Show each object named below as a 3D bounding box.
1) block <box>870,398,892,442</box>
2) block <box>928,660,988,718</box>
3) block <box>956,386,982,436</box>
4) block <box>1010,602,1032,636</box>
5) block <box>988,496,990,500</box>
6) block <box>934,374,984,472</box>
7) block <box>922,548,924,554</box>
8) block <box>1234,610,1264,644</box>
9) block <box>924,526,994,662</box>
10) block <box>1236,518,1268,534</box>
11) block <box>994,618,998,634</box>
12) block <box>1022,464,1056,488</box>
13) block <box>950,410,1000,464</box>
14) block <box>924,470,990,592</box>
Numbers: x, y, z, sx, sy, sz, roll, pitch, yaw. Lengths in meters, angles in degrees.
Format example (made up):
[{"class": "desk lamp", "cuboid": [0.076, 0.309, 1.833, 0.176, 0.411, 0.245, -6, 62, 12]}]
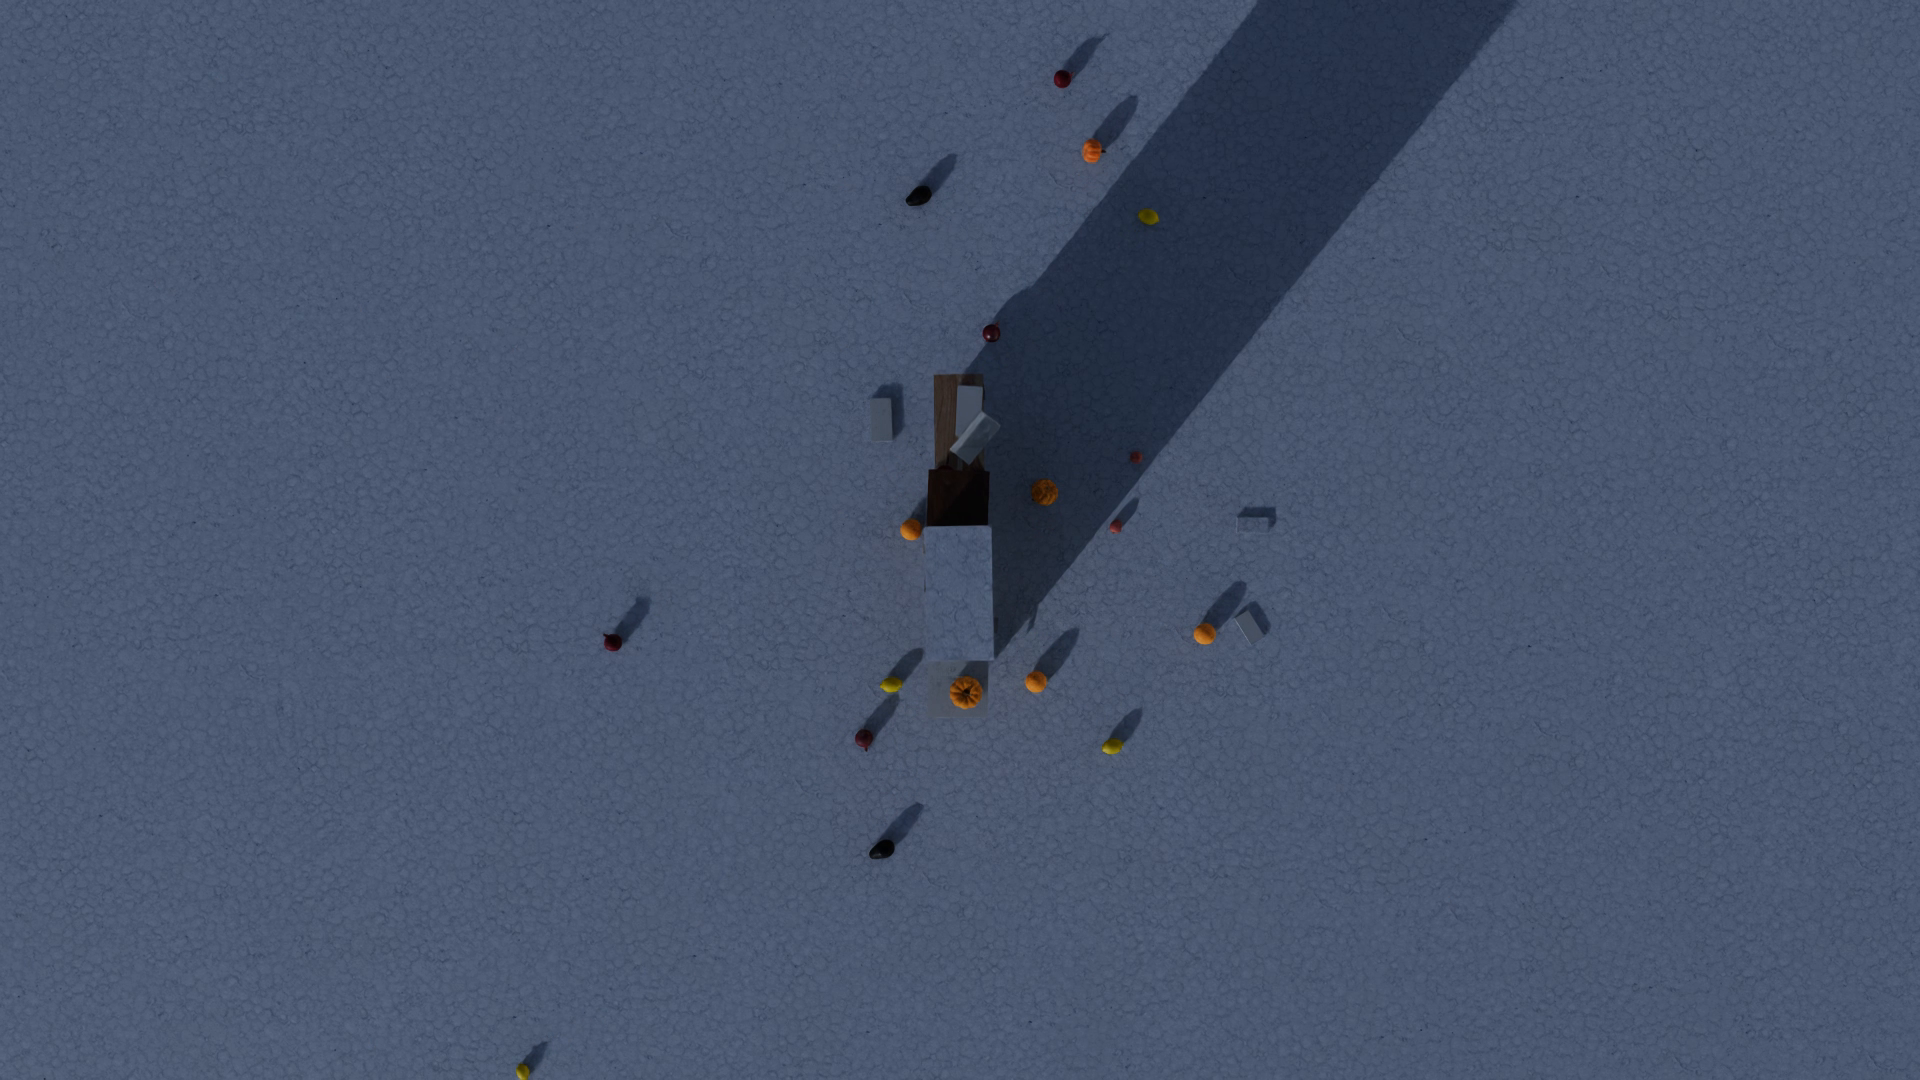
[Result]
[{"class": "block", "cuboid": [-0.262, -0.399, 5.490, 0.072, 0.020, 0.144, -2, 90, 0]}, {"class": "block", "cuboid": [-0.005, 0.319, 4.521, 0.165, 0.047, 0.330, 0, 90, 0]}, {"class": "block", "cuboid": [0.026, -0.372, 4.759, 0.072, 0.020, 0.144, 3, 90, 0]}, {"class": "block", "cuboid": [0.206, 0.262, 5.493, 0.053, 0.015, 0.105, 13, 90, 0]}, {"class": "block", "cuboid": [-0.002, -0.134, 4.676, 0.166, 0.332, 0.047, 0, 90, 0]}, {"class": "block", "cuboid": [-0.002, -0.335, 4.790, 0.144, 0.041, 0.288, -1, 90, 0]}, {"class": "block", "cuboid": [-0.009, 0.016, 4.296, 0.167, 0.334, 0.047, 3, 90, 0]}, {"class": "block", "cuboid": [0.964, 0.291, 5.493, 0.052, 0.015, 0.104, -32, 90, 0]}, {"class": "block", "cuboid": [-0.002, 0.132, 4.105, 0.167, 0.047, 0.334, -1, 90, 0]}, {"class": "block", "cuboid": [0.974, -0.049, 5.493, 0.104, 0.015, 0.052, 1, 90, 0]}, {"class": "block", "cuboid": [0.072, 0.282, 5.493, 0.105, 0.015, 0.053, 4, 90, 0]}, {"class": "block", "cuboid": [0.262, -0.216, 5.493, 0.104, 0.015, 0.052, -17, 90, 0]}, {"class": "block", "cuboid": [0.044, -0.294, 4.740, 0.072, 0.020, 0.144, 38, 102, -9]}, {"class": "block", "cuboid": [-0.008, -0.023, 4.487, 0.166, 0.047, 0.332, 2, 90, 0]}]
